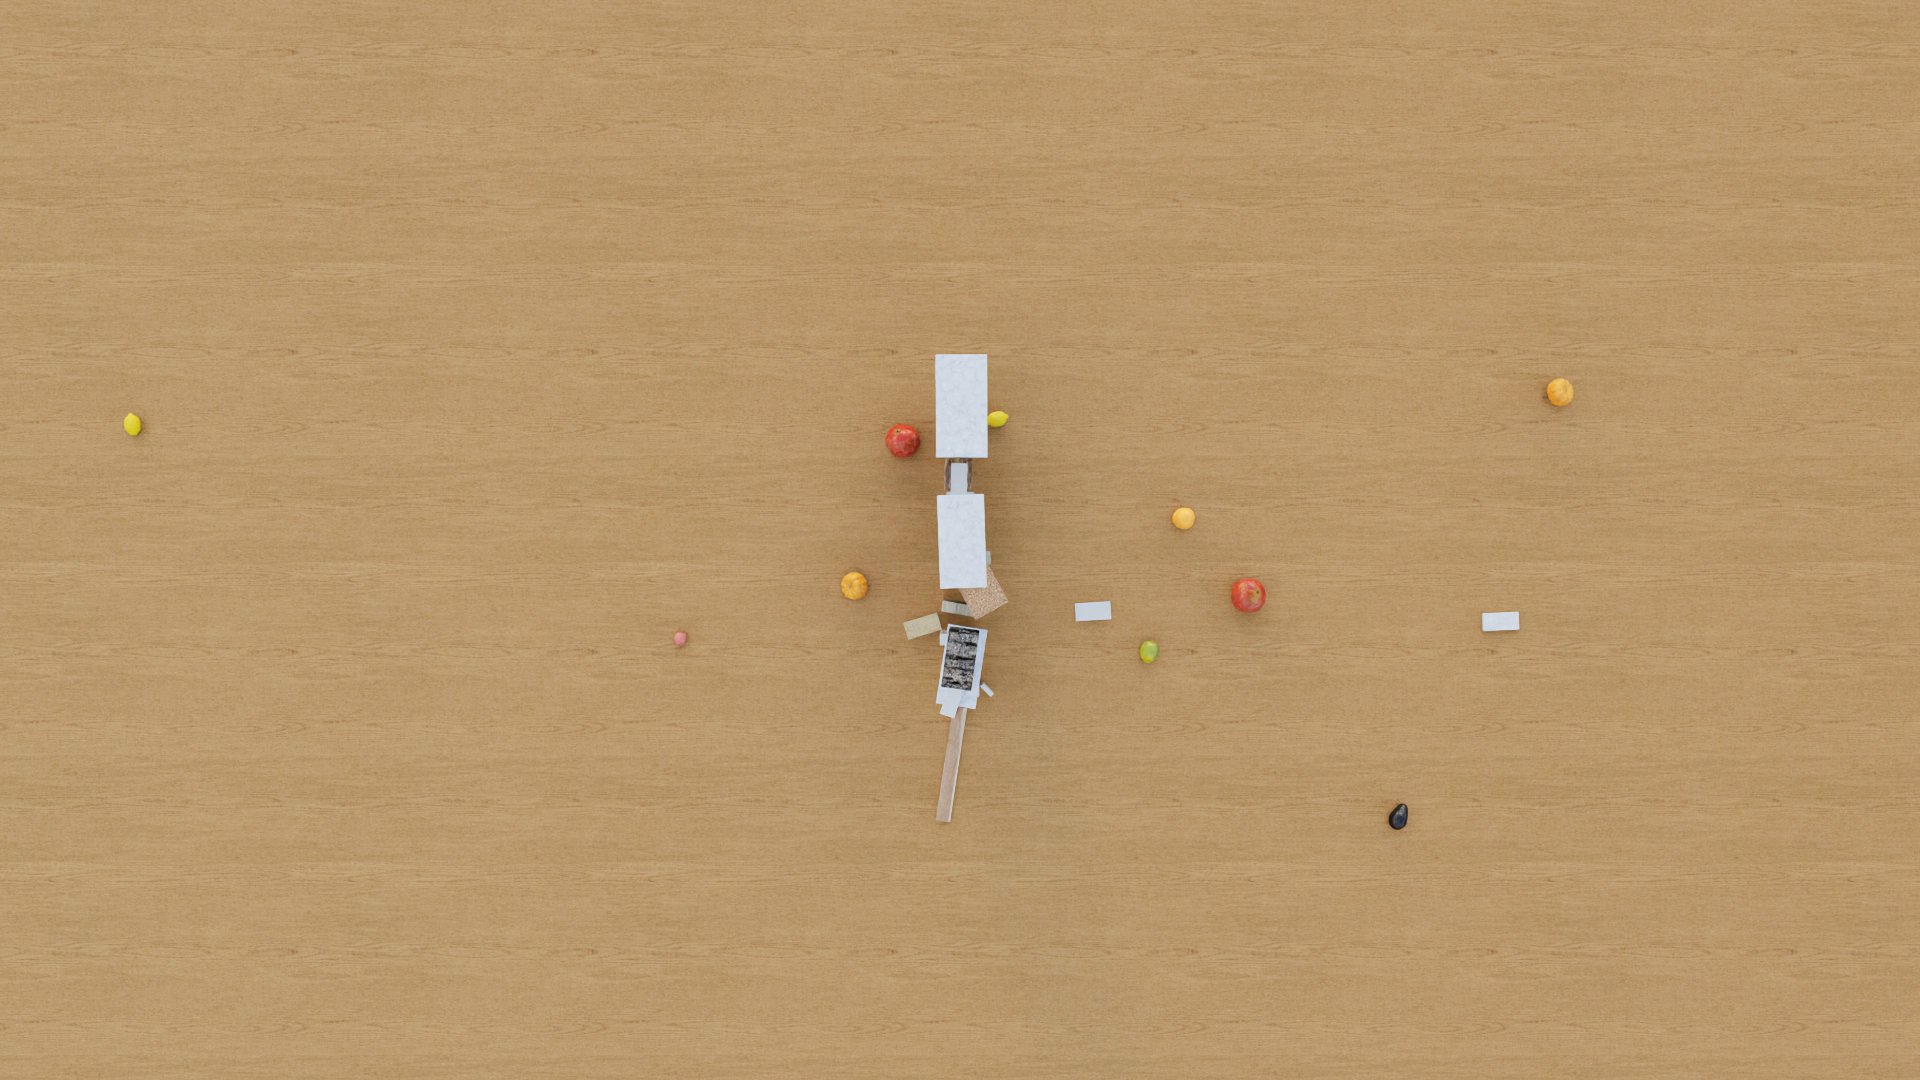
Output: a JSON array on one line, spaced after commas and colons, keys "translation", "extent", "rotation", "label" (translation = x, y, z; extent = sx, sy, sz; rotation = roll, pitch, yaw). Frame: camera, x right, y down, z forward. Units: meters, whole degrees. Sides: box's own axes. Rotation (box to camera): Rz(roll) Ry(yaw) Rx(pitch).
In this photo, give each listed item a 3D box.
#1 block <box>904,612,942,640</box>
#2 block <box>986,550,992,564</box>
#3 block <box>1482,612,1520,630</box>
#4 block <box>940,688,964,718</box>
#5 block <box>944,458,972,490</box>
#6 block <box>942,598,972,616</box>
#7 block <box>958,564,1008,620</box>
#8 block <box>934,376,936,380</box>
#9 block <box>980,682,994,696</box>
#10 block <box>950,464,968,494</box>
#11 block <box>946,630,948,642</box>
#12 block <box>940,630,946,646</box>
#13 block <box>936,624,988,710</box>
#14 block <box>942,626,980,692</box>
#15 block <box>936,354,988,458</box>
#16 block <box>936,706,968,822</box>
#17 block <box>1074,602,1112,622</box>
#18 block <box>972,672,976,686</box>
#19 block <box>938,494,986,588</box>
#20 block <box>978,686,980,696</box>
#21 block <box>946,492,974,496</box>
[{"translation": [-0.124, 0.286, 5.492], "extent": [0.117, 0.017, 0.059], "rotation": [-17, 90, 0], "label": "block"}, {"translation": [0.023, 0.059, 5.088], "extent": [0.139, 0.277, 0.039], "rotation": [-5, 90, 0], "label": "block"}, {"translation": [1.800, 0.271, 5.492], "extent": [0.117, 0.017, 0.059], "rotation": [-3, 90, 0], "label": "block"}, {"translation": [-0.026, 0.510, 5.206], "extent": [0.047, 0.013, 0.094], "rotation": [19, 90, 0], "label": "block"}, {"translation": [-0.006, -0.247, 5.312], "extent": [0.088, 0.025, 0.176], "rotation": [1, 90, 0], "label": "block"}, {"translation": [0.001, 0.221, 5.380], "extent": [0.120, 0.239, 0.034], "rotation": [10, 90, 0], "label": "block"}, {"translation": [0.044, 0.120, 5.244], "extent": [0.120, 0.034, 0.239], "rotation": [-29, 90, 0], "label": "block"}, {"translation": [0.002, -0.504, 5.136], "extent": [0.154, 0.308, 0.044], "rotation": [2, 90, 0], "label": "block"}, {"translation": [0.089, 0.492, 5.453], "extent": [0.047, 0.095, 0.013], "rotation": [45, 90, 0], "label": "block"}, {"translation": [-0.003, -0.192, 5.193], "extent": [0.049, 0.014, 0.099], "rotation": [1, 90, 0], "label": "block"}, {"translation": [0.001, 0.302, 5.120], "extent": [0.093, 0.185, 0.026], "rotation": [3, 90, 0], "label": "block"}, {"translation": [-0.001, 0.315, 5.374], "extent": [0.126, 0.252, 0.036], "rotation": [-2, 90, 0], "label": "block"}, {"translation": [0.005, 0.400, 5.230], "extent": [0.126, 0.036, 0.252], "rotation": [9, 90, 0], "label": "block"}, {"translation": [0.001, 0.360, 5.014], "extent": [0.093, 0.026, 0.185], "rotation": [8, 90, 0], "label": "block"}, {"translation": [0.005, -0.402, 4.961], "extent": [0.154, 0.044, 0.308], "rotation": [0, 90, 0], "label": "block"}, {"translation": [-0.028, 0.746, 5.493], "extent": [0.047, 0.013, 0.382], "rotation": [9, 90, 0], "label": "block"}, {"translation": [0.443, 0.237, 5.492], "extent": [0.117, 0.017, 0.059], "rotation": [-3, 90, 0], "label": "block"}, {"translation": [0.002, 0.422, 5.120], "extent": [0.093, 0.185, 0.026], "rotation": [13, 90, 0], "label": "block"}, {"translation": [0.006, 0.004, 4.930], "extent": [0.139, 0.039, 0.277], "rotation": [-2, 90, 0], "label": "block"}, {"translation": [-0.002, 0.481, 5.374], "extent": [0.126, 0.252, 0.036], "rotation": [0, 90, 0], "label": "block"}, {"translation": [0.001, -0.066, 5.311], "extent": [0.088, 0.025, 0.176], "rotation": [0, 90, 0], "label": "block"}]
